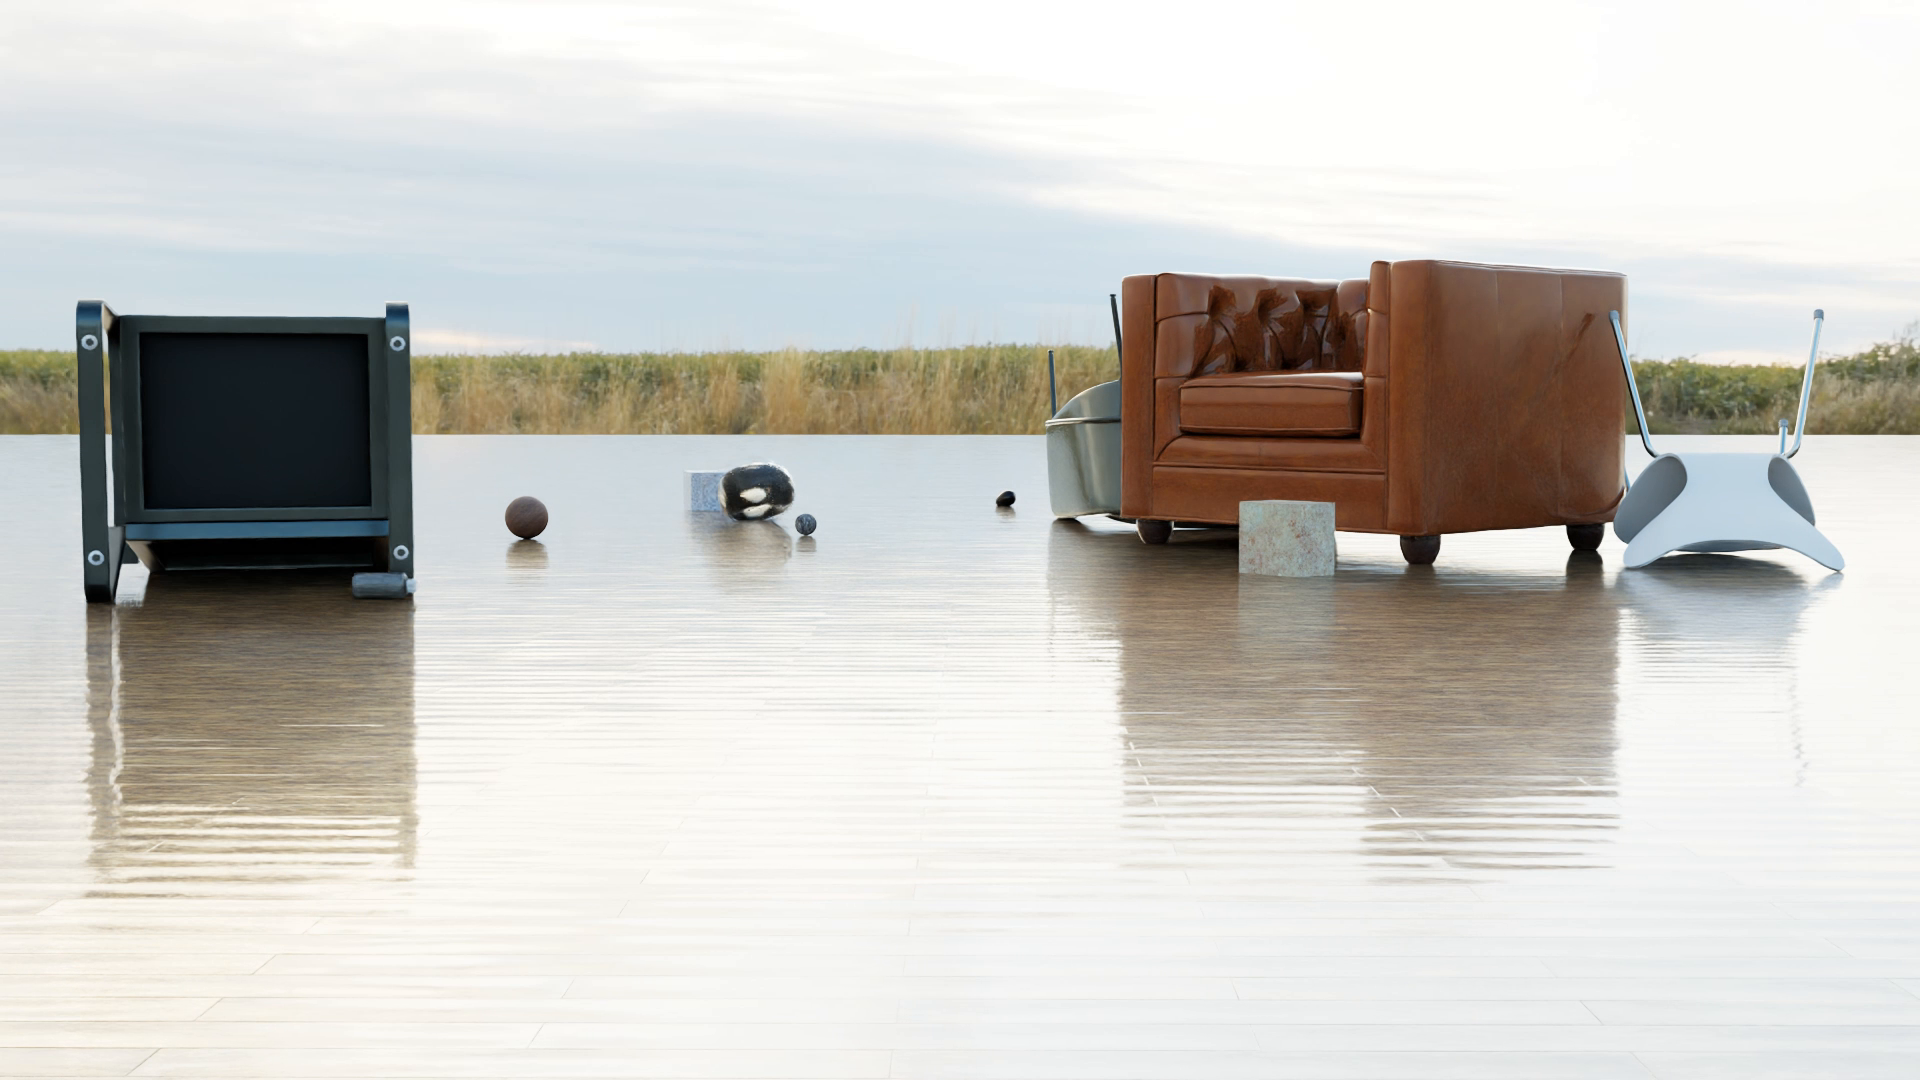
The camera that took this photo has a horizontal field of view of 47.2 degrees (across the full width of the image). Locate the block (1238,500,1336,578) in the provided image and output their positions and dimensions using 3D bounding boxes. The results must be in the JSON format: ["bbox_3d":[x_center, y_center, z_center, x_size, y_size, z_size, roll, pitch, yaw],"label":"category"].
[{"bbox_3d":[0.796,-0.005,5.355,0.130,0.174,0.191,-4,5,-43],"label":"block"}]

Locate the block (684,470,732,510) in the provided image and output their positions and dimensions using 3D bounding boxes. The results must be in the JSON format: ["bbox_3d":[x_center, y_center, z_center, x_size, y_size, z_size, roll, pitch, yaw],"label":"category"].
[{"bbox_3d":[-0.912,-0.188,8.253,0.223,0.141,0.226,-1,4,-14],"label":"block"}]

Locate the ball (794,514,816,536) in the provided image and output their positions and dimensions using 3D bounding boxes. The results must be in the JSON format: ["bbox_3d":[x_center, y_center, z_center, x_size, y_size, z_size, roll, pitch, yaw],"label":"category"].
[{"bbox_3d":[-0.474,-0.048,6.758,0.067,0.067,0.067,0,4,0],"label":"ball"}]

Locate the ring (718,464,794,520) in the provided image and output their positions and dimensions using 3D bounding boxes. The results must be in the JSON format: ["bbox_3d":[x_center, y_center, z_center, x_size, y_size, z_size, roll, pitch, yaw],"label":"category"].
[{"bbox_3d":[-0.693,-0.162,7.467,0.259,0.143,0.390,-5,-9,-12],"label":"ring"}]
